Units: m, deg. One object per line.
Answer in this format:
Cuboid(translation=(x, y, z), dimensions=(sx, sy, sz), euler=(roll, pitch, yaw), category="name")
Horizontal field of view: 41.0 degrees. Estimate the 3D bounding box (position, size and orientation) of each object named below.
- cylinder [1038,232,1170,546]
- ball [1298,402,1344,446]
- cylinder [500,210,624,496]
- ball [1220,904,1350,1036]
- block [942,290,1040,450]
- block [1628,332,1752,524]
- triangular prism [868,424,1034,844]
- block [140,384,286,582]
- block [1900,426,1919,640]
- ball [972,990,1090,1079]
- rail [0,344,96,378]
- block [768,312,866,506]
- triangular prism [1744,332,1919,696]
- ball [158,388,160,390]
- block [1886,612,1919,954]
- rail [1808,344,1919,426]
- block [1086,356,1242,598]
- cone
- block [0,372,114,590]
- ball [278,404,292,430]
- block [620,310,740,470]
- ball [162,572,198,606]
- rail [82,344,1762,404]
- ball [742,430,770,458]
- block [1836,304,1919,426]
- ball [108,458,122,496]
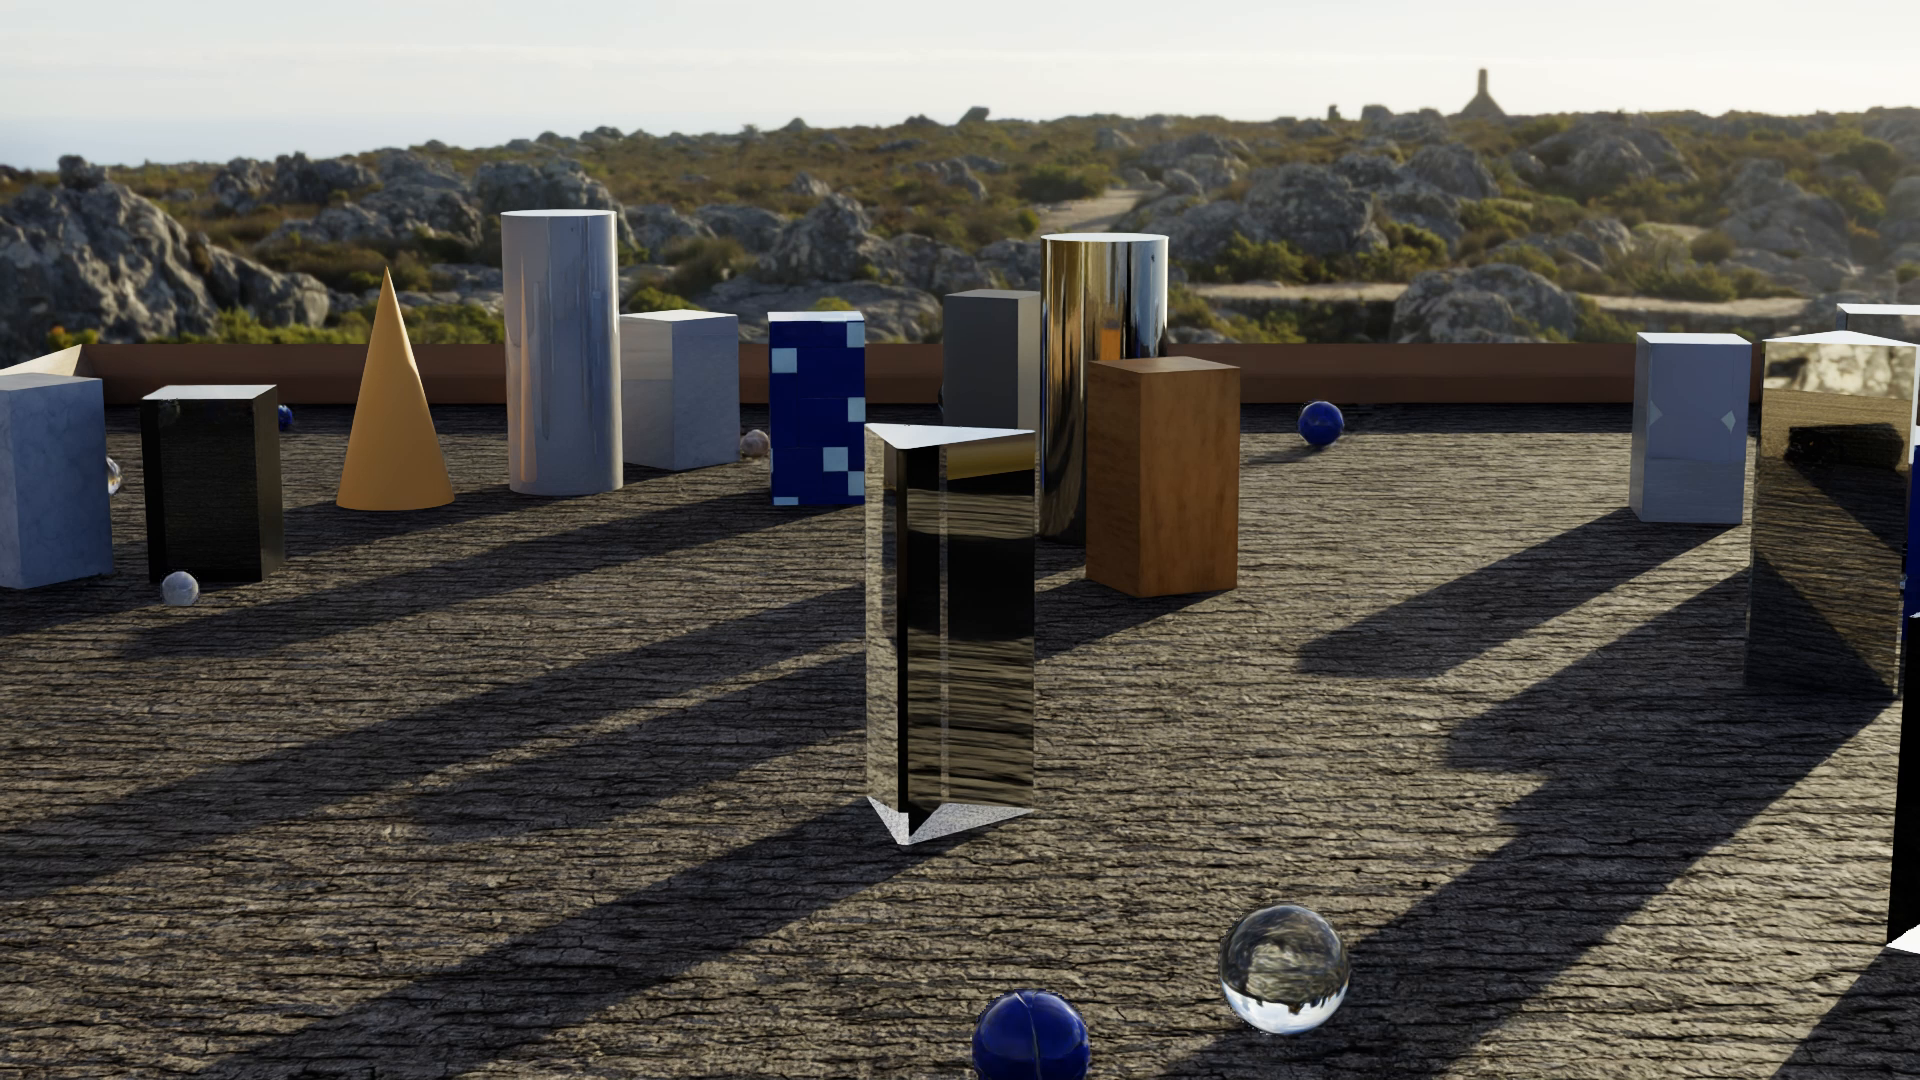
Cuboid(translation=(0.222, -0.236, 3.979), dimensions=(0.197, 0.466, 0.197), euler=(0, 10, 0), category="cylinder")
Cuboid(translation=(0.697, -0.224, 4.956), dimensions=(0.088, 0.088, 0.088), euler=(0, 10, 0), category="ball")
Cuboid(translation=(-0.689, -0.328, 4.448), dimensions=(0.197, 0.476, 0.197), euler=(0, 10, 0), category="cylinder")
Cuboid(translation=(0.247, 0.326, 1.951), dimensions=(0.099, 0.099, 0.099), euler=(0, 10, 0), category="ball")
Cuboid(translation=(0.073, -0.324, 4.923), dimensions=(0.158, 0.296, 0.158), euler=(5, 12, 26), category="block")
Cuboid(translation=(1.189, -0.184, 4.185), dimensions=(0.158, 0.290, 0.158), euler=(1, 11, 7), category="block")
Cuboid(translation=(-0.041, 0.082, 2.503), dimensions=(0.171, 0.379, 0.148), euler=(-9, 14, -42), category="triangular prism")
Cuboid(translation=(-1.080, -0.084, 3.714), dimensions=(0.158, 0.263, 0.158), euler=(0, 11, -3), category="block")
Cuboid(translation=(1.226, -0.013, 3.360), dimensions=(0.158, 0.253, 0.158), euler=(-5, 12, -24), category="block")
Cuboid(translation=(0.050, 0.360, 1.810), dimensions=(0.084, 0.084, 0.084), euler=(0, 10, 0), category="ball")
Cuboid(translation=(-1.872, 0.035, 3.438), dimensions=(0.045, 0.128, 4.352), euler=(0, 10, 0), category="rail")
Cuboid(translation=(-0.244, -0.226, 4.354), dimensions=(0.158, 0.309, 0.158), euler=(-1, 11, -5), category="block")
Cuboid(translation=(1.039, -0.037, 3.057), dimensions=(0.171, 0.411, 0.148), euler=(4, 11, 20), category="triangular prism")
Cuboid(translation=(-1.615, -0.271, 5.229), dimensions=(0.080, 0.080, 0.080), euler=(0, 10, 0), category="ball")
Cuboid(translation=(0.887, 0.200, 2.130), dimensions=(0.158, 0.282, 0.158), euler=(9, 14, 40), category="block")
Cuboid(translation=(1.872, 0.031, 3.459), dimensions=(0.045, 0.128, 4.352), euler=(0, 10, 0), category="rail")
Cuboid(translation=(0.286, -0.093, 3.626), dimensions=(0.158, 0.313, 0.158), euler=(-5, 12, -24), category="block")
Cuboid(translation=(-0.955, -0.263, 4.307), dimensions=(0.197, 0.400, 0.197), euler=(0, 10, 0), category="cone")
Cuboid(translation=(-1.342, -0.089, 3.690), dimensions=(0.158, 0.282, 0.158), euler=(7, 12, 32), category="block")
Cuboid(translation=(-1.374, -0.248, 5.180), dimensions=(0.052, 0.052, 0.052), euler=(0, 10, 0), category="ball")
Cuboid(translation=(-0.520, -0.280, 4.751), dimensions=(0.158, 0.272, 0.158), euler=(10, 14, 43), category="block")
Cuboid(translation=(-1.063, 0.066, 3.496), dimensions=(0.048, 0.048, 0.048), euler=(0, 10, 0), category="ball")
Cuboid(translation=(-0.012, -0.359, 5.565), dimensions=(3.791, 0.128, 0.045), euler=(0, 10, 0), category="rail")
Cuboid(translation=(-0.380, -0.178, 4.782), dimensions=(0.054, 0.054, 0.054), euler=(0, 10, 0), category="ball")
Cuboid(translation=(1.444, -0.181, 3.989), dimensions=(0.158, 0.355, 0.158), euler=(2, 11, 13), category="block")
Cuboid(translation=(-1.463, -0.107, 4.359), dimensions=(0.073, 0.073, 0.073), euler=(0, 10, 0), category="ball")
